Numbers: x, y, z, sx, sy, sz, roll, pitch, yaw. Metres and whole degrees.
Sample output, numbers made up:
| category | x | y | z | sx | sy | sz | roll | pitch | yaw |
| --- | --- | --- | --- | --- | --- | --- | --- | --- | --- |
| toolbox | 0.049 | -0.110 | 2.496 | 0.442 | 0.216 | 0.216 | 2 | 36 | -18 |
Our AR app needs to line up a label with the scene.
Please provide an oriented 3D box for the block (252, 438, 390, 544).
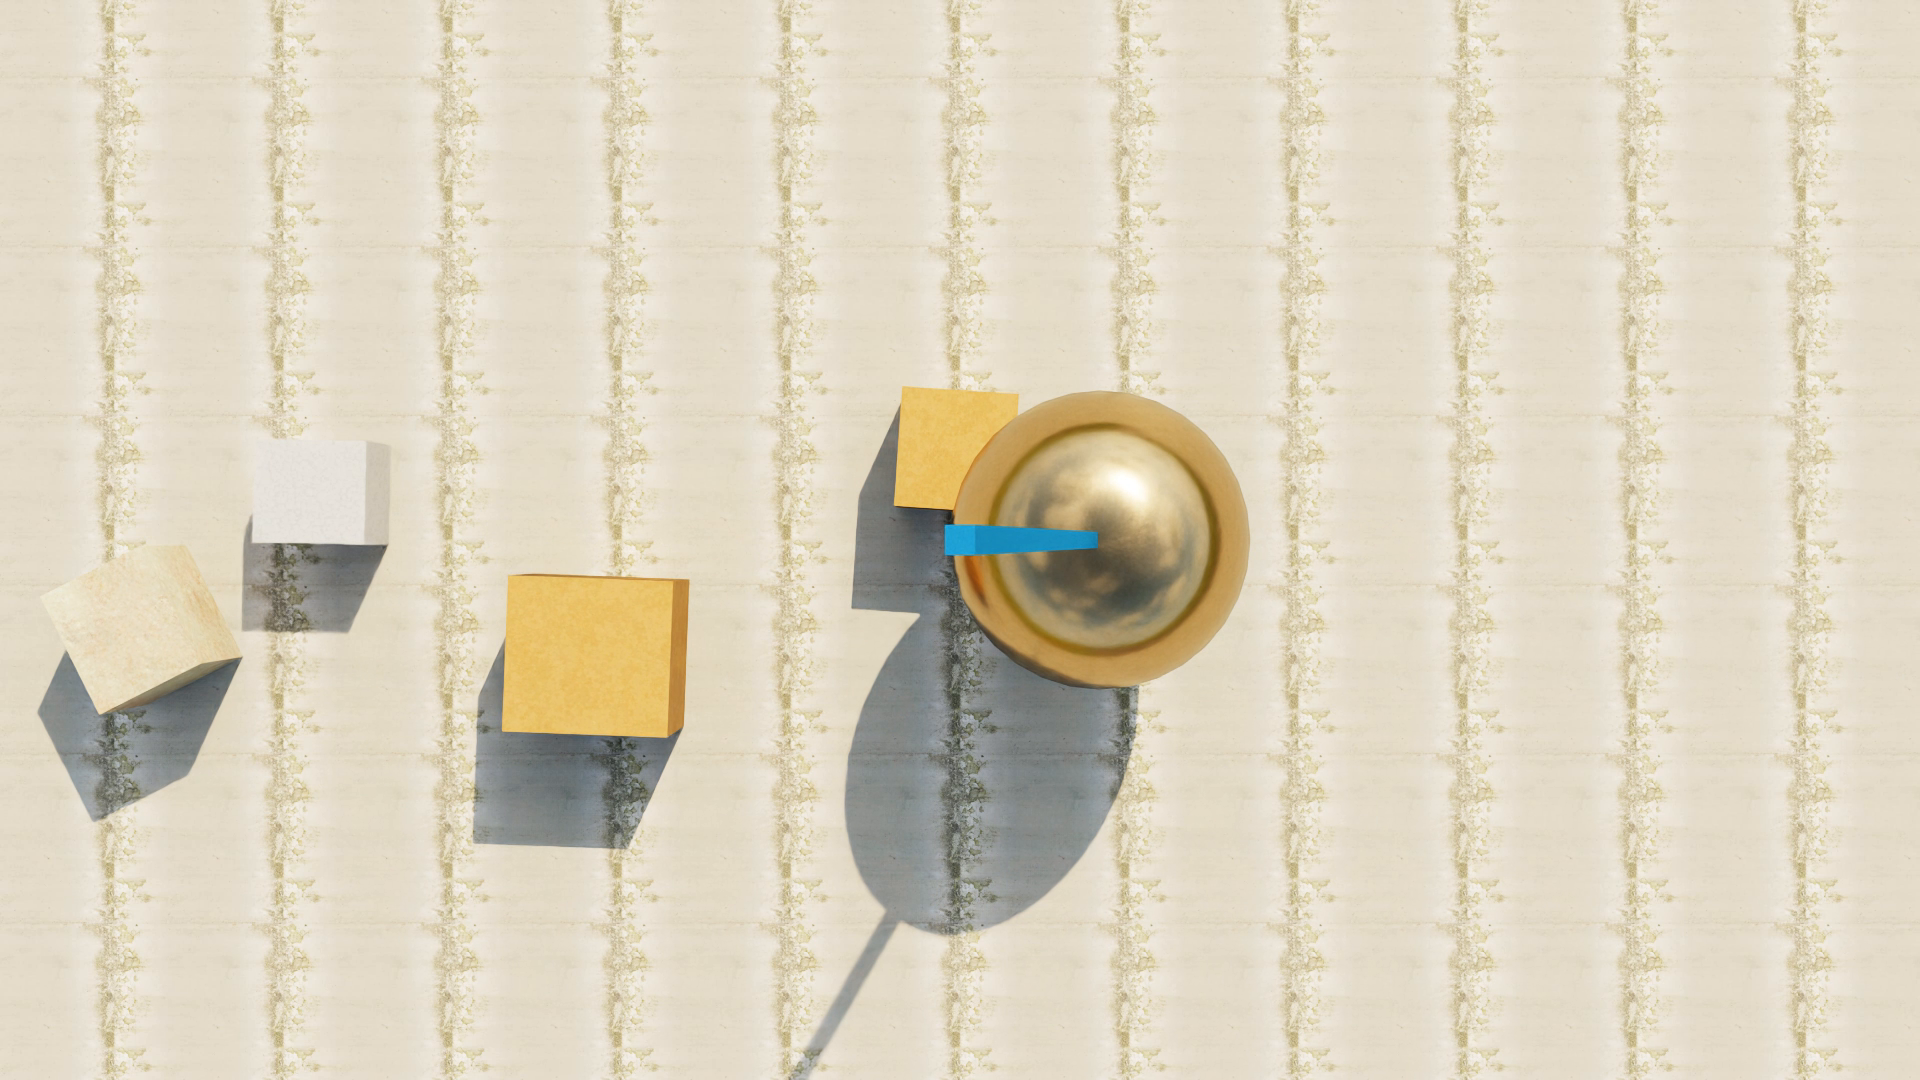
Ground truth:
| category | x | y | z | sx | sy | sz | roll | pitch | yaw |
| --- | --- | --- | --- | --- | --- | --- | --- | --- | --- |
| block | -3.687 | -0.274 | 12.730 | 0.633 | 0.541 | 0.586 | 1 | 90 | 0 |

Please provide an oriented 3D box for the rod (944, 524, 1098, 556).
| category | x | y | z | sx | sy | sz | roll | pitch | yaw |
| --- | --- | --- | --- | --- | --- | --- | --- | --- | --- |
| rod | 0.323 | 0.000 | 8.369 | 0.080 | 5.200 | 0.080 | 0 | 90 | 7 |

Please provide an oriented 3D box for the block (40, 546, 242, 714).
| category | x | y | z | sx | sy | sz | roll | pitch | yaw |
| --- | --- | --- | --- | --- | --- | --- | --- | --- | --- |
| block | -4.689 | 0.503 | 12.640 | 0.635 | 0.720 | 0.738 | -27 | 90 | 0 |

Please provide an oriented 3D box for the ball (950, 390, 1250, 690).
| category | x | y | z | sx | sy | sz | roll | pitch | yaw |
| --- | --- | --- | --- | --- | --- | --- | --- | --- | --- |
| ball | 0.745 | 0.000 | 11.743 | 1.600 | 1.600 | 1.600 | 0 | 90 | 0 |

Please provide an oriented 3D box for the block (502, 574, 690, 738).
| category | x | y | z | sx | sy | sz | roll | pitch | yaw |
| --- | --- | --- | --- | --- | --- | --- | --- | --- | --- |
| block | -2.075 | 0.648 | 12.625 | 0.920 | 0.750 | 0.869 | 2 | 90 | 0 |

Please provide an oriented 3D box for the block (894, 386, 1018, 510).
| category | x | y | z | sx | sy | sz | roll | pitch | yaw |
| --- | --- | --- | --- | --- | --- | --- | --- | --- | --- |
| block | -0.019 | -0.508 | 12.691 | 0.659 | 0.618 | 0.675 | 4 | 90 | 0 |
